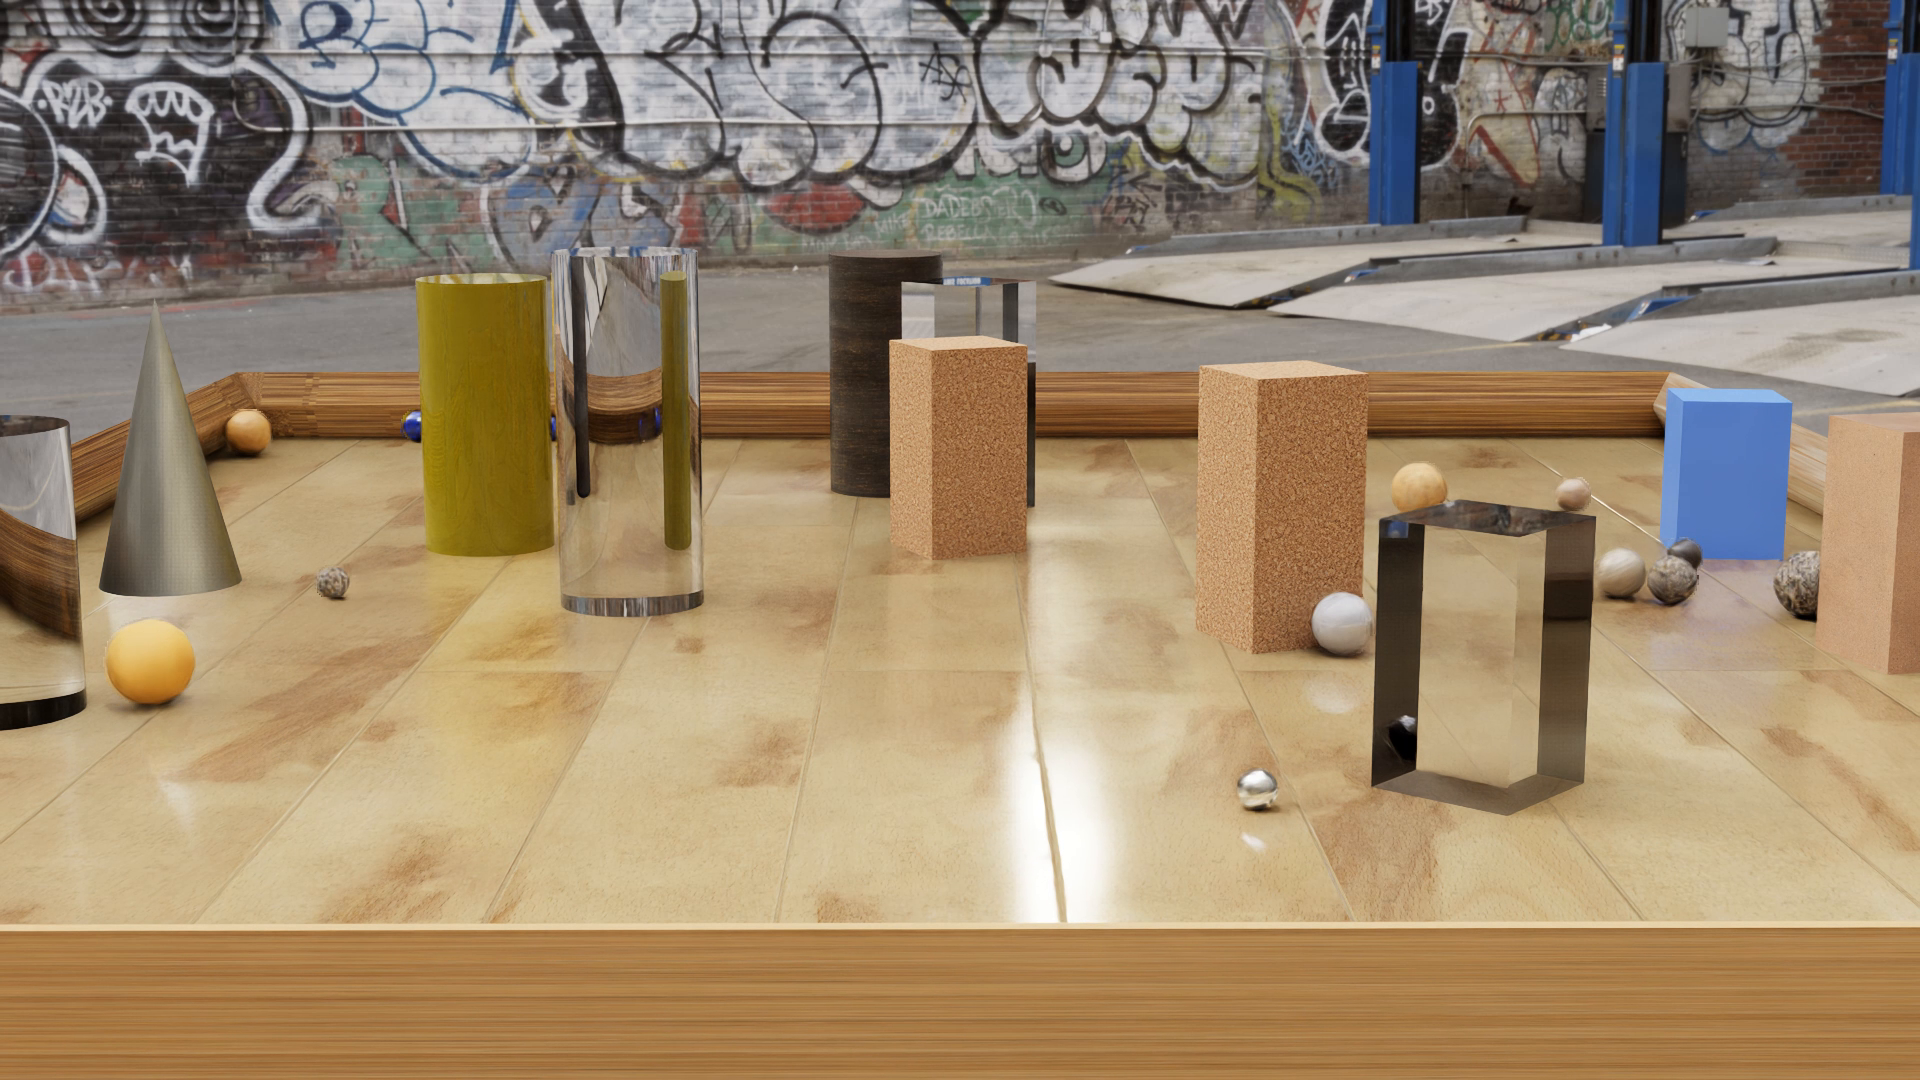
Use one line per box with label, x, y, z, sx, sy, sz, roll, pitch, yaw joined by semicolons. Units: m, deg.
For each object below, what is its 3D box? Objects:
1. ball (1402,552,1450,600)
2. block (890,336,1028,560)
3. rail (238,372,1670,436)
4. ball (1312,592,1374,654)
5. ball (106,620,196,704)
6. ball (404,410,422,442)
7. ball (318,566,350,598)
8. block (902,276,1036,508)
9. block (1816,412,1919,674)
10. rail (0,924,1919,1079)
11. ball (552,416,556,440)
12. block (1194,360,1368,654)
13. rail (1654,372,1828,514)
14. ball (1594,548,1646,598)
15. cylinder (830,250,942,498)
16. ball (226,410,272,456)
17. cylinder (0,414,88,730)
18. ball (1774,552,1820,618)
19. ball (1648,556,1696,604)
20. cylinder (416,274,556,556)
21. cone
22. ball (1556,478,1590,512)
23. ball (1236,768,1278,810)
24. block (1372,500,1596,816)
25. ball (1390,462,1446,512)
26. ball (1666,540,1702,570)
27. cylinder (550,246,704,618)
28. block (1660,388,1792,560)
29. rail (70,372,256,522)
ball;0.643;0.049;3.534;0.066;0.066;0.066;0;11;0
block;-0.003;-0.143;3.891;0.157;0.313;0.157;-5;12;-24
rail;-0.009;-0.265;5.053;2.833;0.127;0.045;0;11;0
ball;0.479;0.104;3.205;0.078;0.078;0.078;0;11;0
ball;-0.932;0.140;2.955;0.098;0.098;0.098;0;11;0
ball;-1.057;-0.223;5.015;0.061;0.061;0.061;0;11;0
ball;-0.866;0.059;3.545;0.043;0.043;0.043;0;11;0
block;0.015;-0.239;4.234;0.157;0.376;0.157;9;14;39
block;1.178;0.000;3.168;0.157;0.295;0.157;-3;11;-14
rail;0.009;0.330;1.845;2.833;0.127;0.045;0;11;0
ball;-0.806;-0.219;5.030;0.048;0.048;0.048;0;11;0
block;0.409;-0.046;3.278;0.157;0.346;0.157;-4;11;-22
rail;1.393;0.031;3.457;0.045;0.127;3.310;0;11;0
ball;0.912;0.045;3.544;0.070;0.070;0.070;0;11;0
cylinder;-0.127;-0.290;4.424;0.196;0.408;0.196;0;11;0
ball;-1.340;-0.201;4.833;0.084;0.084;0.084;0;11;0
cylinder;-1.099;0.034;2.899;0.196;0.327;0.196;0;11;0
ball;1.131;0.059;3.420;0.088;0.088;0.088;0;11;0
ball;0.973;0.054;3.507;0.065;0.065;0.065;0;11;0
cylinder;-0.721;-0.193;3.902;0.196;0.408;0.196;0;11;0
cone;-1.123;-0.139;3.614;0.196;0.407;0.196;0;11;0
ball;1.009;-0.074;4.229;0.055;0.055;0.055;0;11;0
ball;0.294;0.246;2.539;0.042;0.042;0.042;0;11;0
block;0.530;0.114;2.601;0.157;0.278;0.157;9;14;40
ball;0.745;-0.080;4.165;0.090;0.090;0.090;0;11;0
ball;1.047;0.025;3.710;0.049;0.049;0.049;0;11;0
cylinder;-0.449;-0.150;3.476;0.196;0.479;0.196;0;11;0
block;1.156;-0.102;3.880;0.157;0.236;0.157;1;11;7
rail;-1.393;0.034;3.441;0.045;0.127;3.310;0;11;0
